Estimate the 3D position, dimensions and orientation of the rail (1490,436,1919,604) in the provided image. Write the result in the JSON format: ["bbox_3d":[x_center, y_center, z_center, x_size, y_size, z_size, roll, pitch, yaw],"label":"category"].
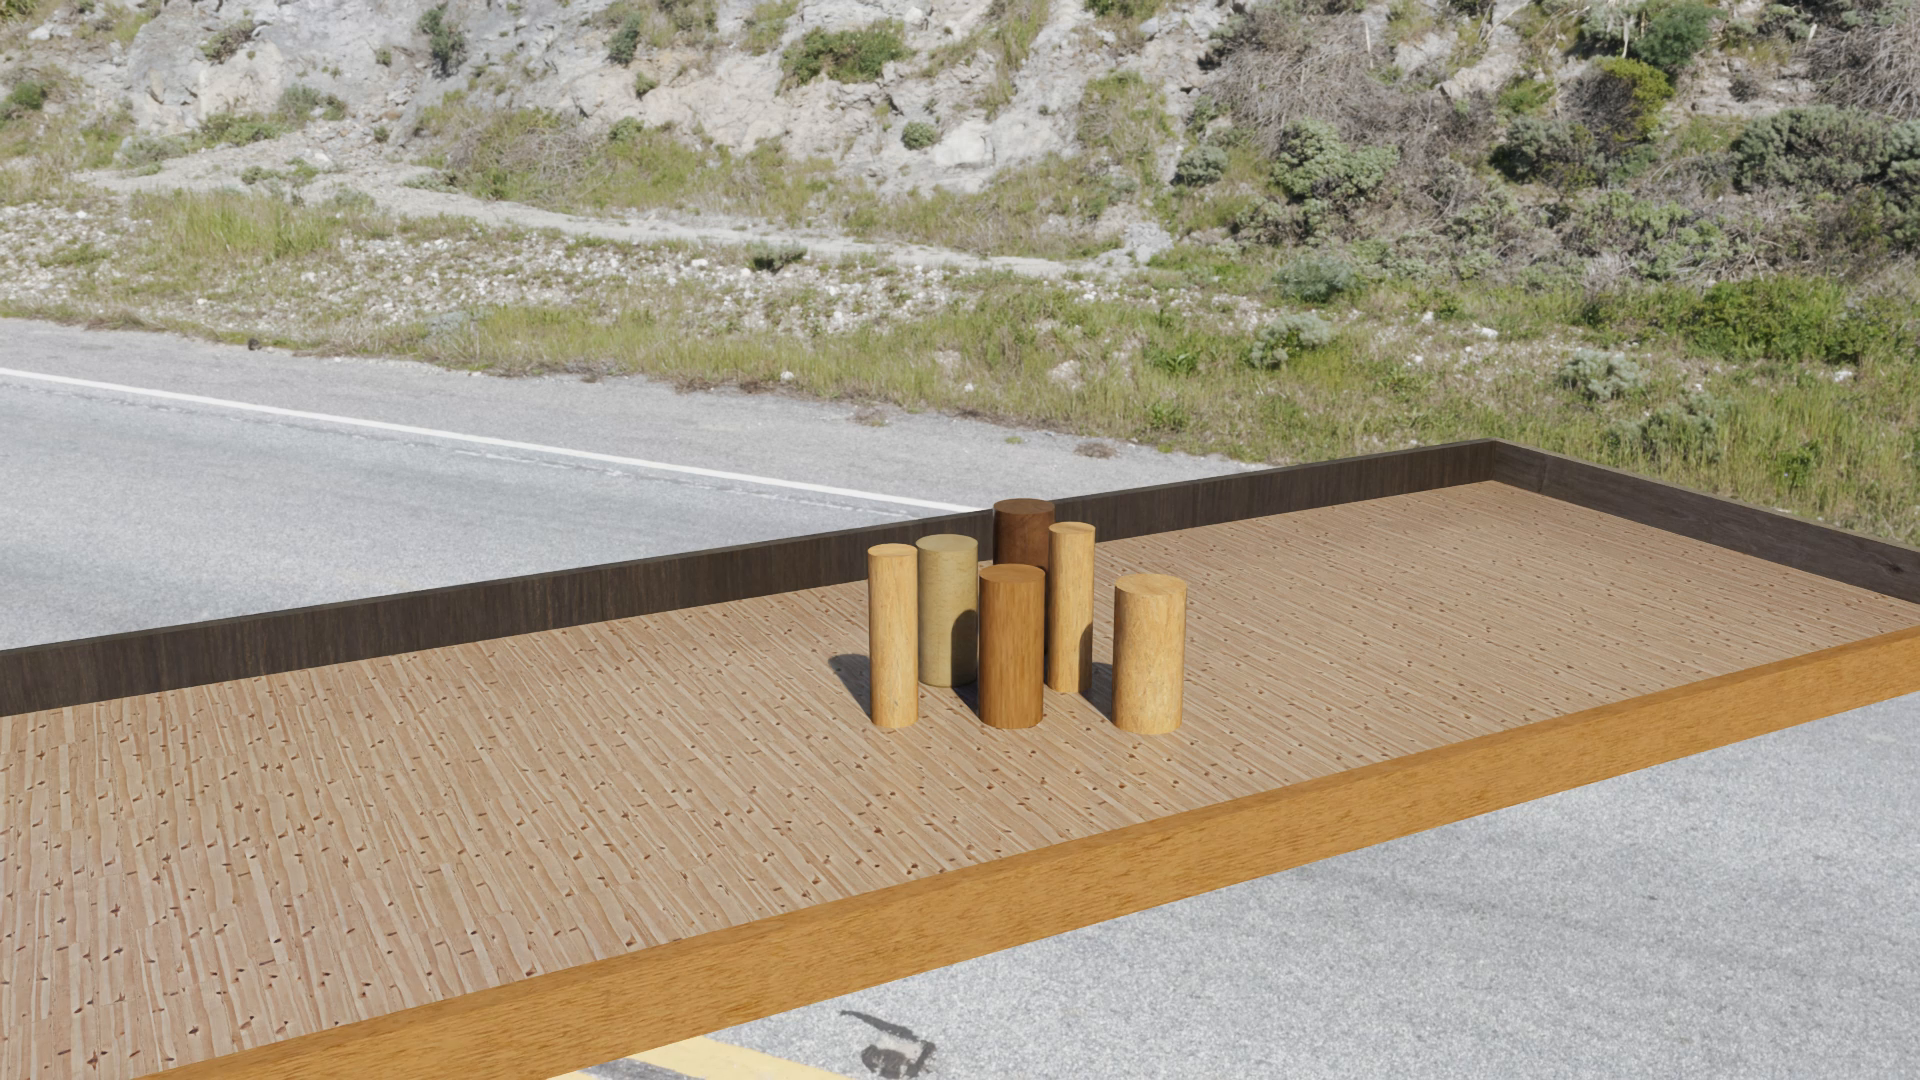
[{"bbox_3d":[2.466,-0.048,5.253,0.050,0.150,2.100,-9,18,-27],"label":"rail"}]

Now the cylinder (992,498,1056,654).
[{"bbox_3d":[0.166,0.098,4.333,0.161,0.388,0.161,0,16,0],"label":"cylinder"}]

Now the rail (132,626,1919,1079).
[{"bbox_3d":[-2.336,1.006,1.665,12.000,0.150,0.050,-9,18,-27],"label":"rail"}]

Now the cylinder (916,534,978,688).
[{"bbox_3d":[-0.033,0.177,4.126,0.155,0.354,0.155,0,16,0],"label":"cylinder"}]

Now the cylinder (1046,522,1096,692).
[{"bbox_3d":[0.273,0.166,4.068,0.113,0.407,0.113,0,16,0],"label":"cylinder"}]

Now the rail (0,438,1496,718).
[{"bbox_3d":[-3.305,0.497,3.399,12.000,0.150,0.050,-9,18,-27],"label":"rail"}]

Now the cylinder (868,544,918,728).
[{"bbox_3d":[-0.155,0.224,3.855,0.114,0.416,0.114,0,16,0],"label":"cylinder"}]

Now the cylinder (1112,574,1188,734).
[{"bbox_3d":[0.441,0.265,3.853,0.166,0.339,0.166,0,16,0],"label":"cylinder"}]

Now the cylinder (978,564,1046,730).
[{"bbox_3d":[0.121,0.249,3.875,0.154,0.357,0.154,0,16,0],"label":"cylinder"}]
